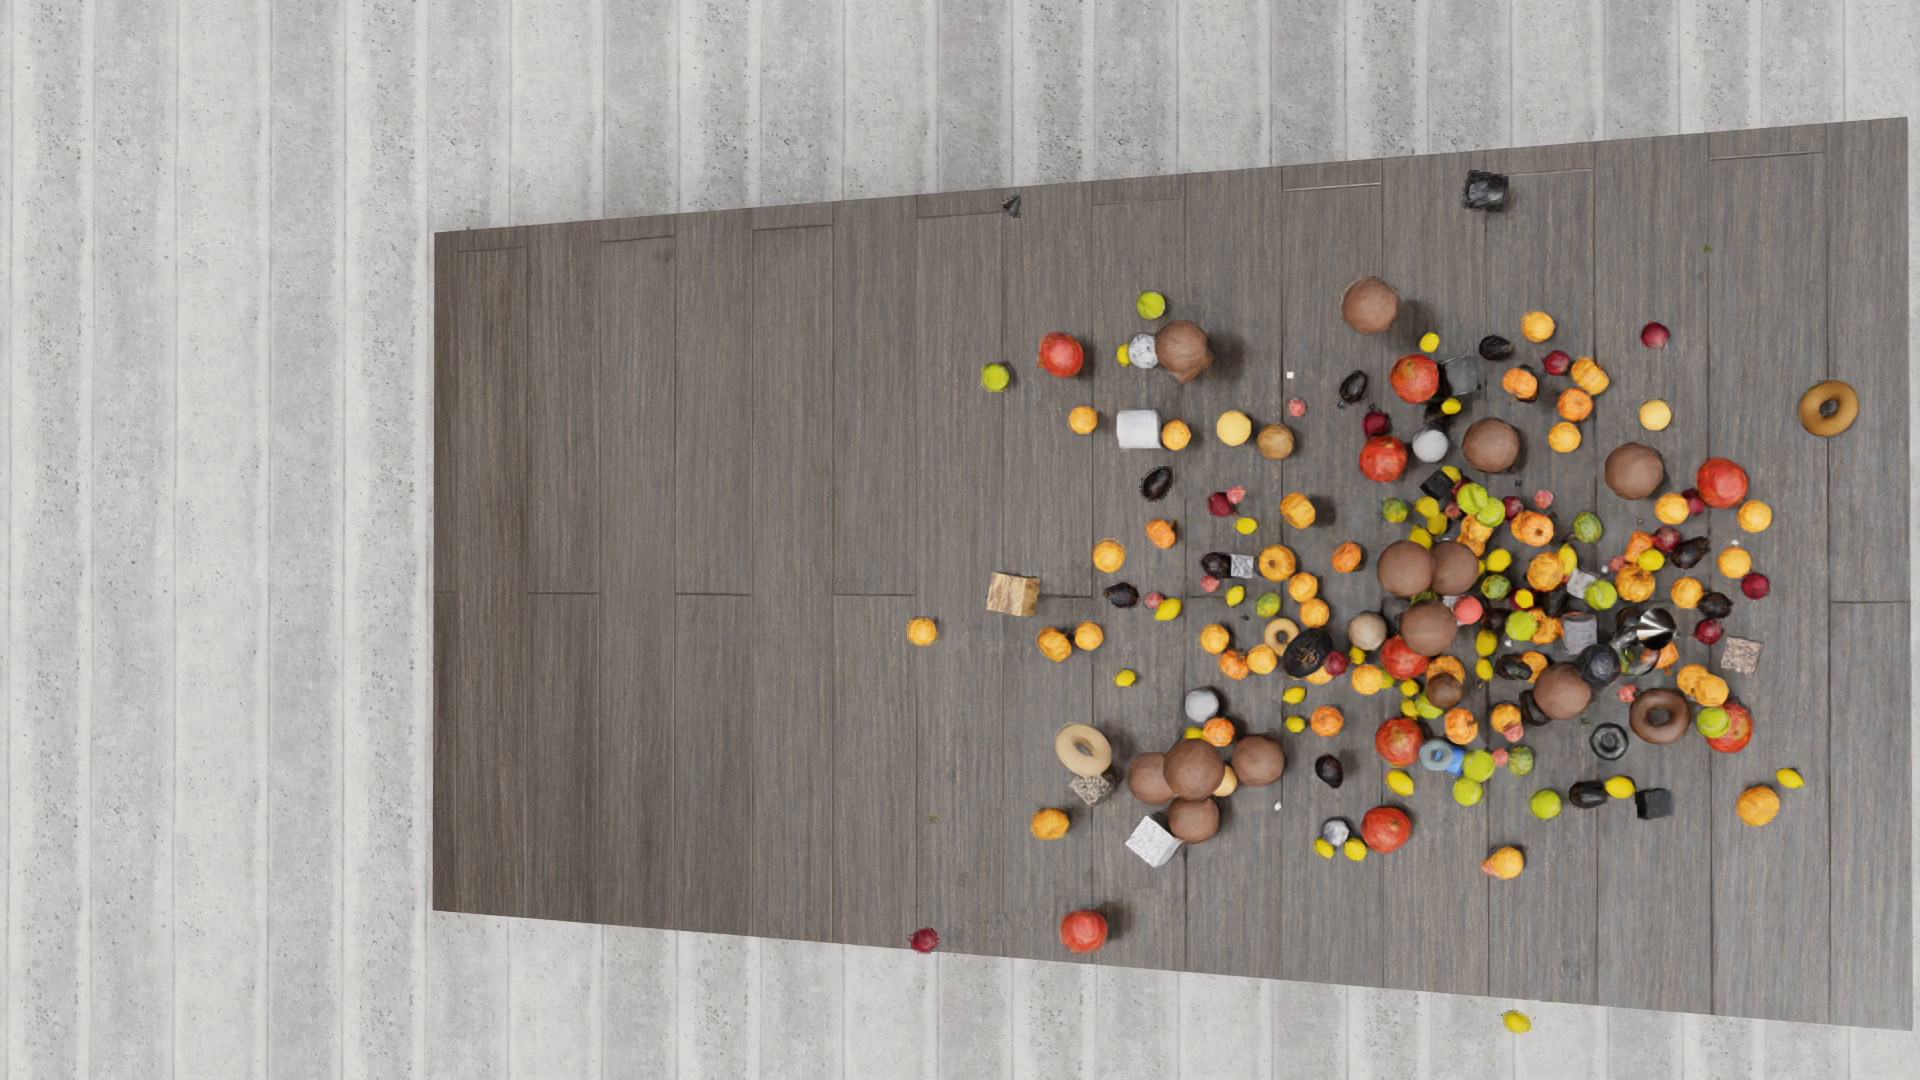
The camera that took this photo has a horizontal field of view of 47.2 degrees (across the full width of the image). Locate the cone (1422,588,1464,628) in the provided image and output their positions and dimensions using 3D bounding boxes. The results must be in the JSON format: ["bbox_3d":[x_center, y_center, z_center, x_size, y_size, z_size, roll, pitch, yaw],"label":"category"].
[{"bbox_3d":[1.135,0.159,5.216,0.096,0.096,0.096,0,90,-40],"label":"cone"}]

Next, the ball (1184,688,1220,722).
[{"bbox_3d":[0.598,0.408,5.441,0.085,0.085,0.085,0,89,0],"label":"ball"}]

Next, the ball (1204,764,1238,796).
[{"bbox_3d":[0.644,0.592,5.420,0.081,0.081,0.081,0,89,0],"label":"ball"}]

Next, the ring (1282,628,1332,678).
[{"bbox_3d":[0.836,0.271,5.291,0.139,0.139,0.046,-47,114,0],"label":"ring"}]

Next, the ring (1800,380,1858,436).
[{"bbox_3d":[1.913,-0.290,4.845,0.043,0.130,0.130,25,89,-43],"label":"ring"}]

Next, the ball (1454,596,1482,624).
[{"bbox_3d":[1.192,0.164,5.158,0.067,0.067,0.067,0,89,0],"label":"ball"}]

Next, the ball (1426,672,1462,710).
[{"bbox_3d":[1.128,0.353,5.127,0.086,0.086,0.086,0,89,0],"label":"ball"}]

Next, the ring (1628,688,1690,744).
[{"bbox_3d":[1.585,0.399,4.982,0.137,0.046,0.137,-11,56,18],"label":"ring"}]

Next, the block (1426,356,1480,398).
[{"bbox_3d":[1.159,-0.383,5.165,0.082,0.082,0.082,-13,95,-18],"label":"block"}]

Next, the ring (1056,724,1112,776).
[{"bbox_3d":[0.308,0.522,5.472,0.149,0.149,0.050,29,132,0],"label":"ring"}]

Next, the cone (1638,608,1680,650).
[{"bbox_3d":[1.589,0.205,4.929,0.096,0.096,0.096,11,89,-37],"label":"cone"}]

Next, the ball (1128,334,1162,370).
[{"bbox_3d":[0.463,-0.472,5.512,0.088,0.088,0.088,0,89,0],"label":"ball"}]

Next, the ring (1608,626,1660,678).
[{"bbox_3d":[1.521,0.252,4.964,0.118,0.039,0.118,-9,69,26],"label":"ring"}]

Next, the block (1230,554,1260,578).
[{"bbox_3d":[0.701,0.065,5.414,0.054,0.054,0.054,3,91,25],"label":"block"}]

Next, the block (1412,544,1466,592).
[{"bbox_3d":[1.133,0.067,5.200,0.080,0.080,0.080,-46,72,17],"label":"block"}]

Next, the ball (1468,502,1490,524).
[{"bbox_3d":[1.223,-0.064,5.176,0.050,0.050,0.050,0,89,0],"label":"ball"}]

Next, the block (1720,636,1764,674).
[{"bbox_3d":[1.749,0.257,4.918,0.071,0.071,0.071,14,95,24],"label":"block"}]

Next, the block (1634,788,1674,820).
[{"bbox_3d":[1.574,0.599,4.988,0.060,0.060,0.060,-7,86,-6],"label":"block"}]

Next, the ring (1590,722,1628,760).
[{"bbox_3d":[1.493,0.463,5.057,0.087,0.029,0.087,-1,88,26],"label":"ring"}]

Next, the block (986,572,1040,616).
[{"bbox_3d":[0.138,0.139,5.651,0.095,0.095,0.095,11,94,25],"label":"block"}]

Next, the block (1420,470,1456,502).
[{"bbox_3d":[1.113,-0.127,5.130,0.051,0.051,0.051,-43,87,-8],"label":"block"}]

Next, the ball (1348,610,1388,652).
[{"bbox_3d":[0.976,0.218,5.262,0.096,0.096,0.096,0,89,0],"label":"ball"}]

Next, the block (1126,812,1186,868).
[{"bbox_3d":[0.490,0.746,5.483,0.093,0.093,0.093,39,105,20],"label":"block"}]

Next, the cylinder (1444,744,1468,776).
[{"bbox_3d":[1.158,0.517,5.191,0.062,0.062,0.062,25,89,22],"label":"cylinder"}]

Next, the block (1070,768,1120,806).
[{"bbox_3d":[0.341,0.616,5.561,0.079,0.079,0.079,44,107,19],"label":"block"}]

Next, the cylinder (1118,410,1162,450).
[{"bbox_3d":[0.446,-0.275,5.458,0.097,0.097,0.097,-2,89,14],"label":"cylinder"}]

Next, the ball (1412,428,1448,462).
[{"bbox_3d":[1.114,-0.225,5.210,0.085,0.085,0.085,0,89,0],"label":"ball"}]

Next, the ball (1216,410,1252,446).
[{"bbox_3d":[0.674,-0.276,5.413,0.087,0.087,0.087,0,89,0],"label":"ball"}]

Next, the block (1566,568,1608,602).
[{"bbox_3d":[1.438,0.104,5.050,0.057,0.057,0.057,14,100,-21],"label":"block"}]

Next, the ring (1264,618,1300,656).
[{"bbox_3d":[0.789,0.238,5.384,0.094,0.031,0.094,0,91,25],"label":"ring"}]

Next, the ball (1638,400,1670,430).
[{"bbox_3d":[1.581,-0.284,5.002,0.070,0.070,0.070,0,89,0],"label":"ball"}]

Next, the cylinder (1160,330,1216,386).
[{"bbox_3d":[0.565,-0.454,5.458,0.099,0.099,0.099,-41,89,19],"label":"cylinder"}]

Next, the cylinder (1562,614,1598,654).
[{"bbox_3d":[1.409,0.213,5.001,0.076,0.076,0.076,-5,102,0],"label":"cylinder"}]

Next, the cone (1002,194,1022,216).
[{"bbox_3d":[0.143,-0.866,5.639,0.050,0.050,0.050,36,112,0],"label":"cone"}]

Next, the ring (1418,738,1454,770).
[{"bbox_3d":[1.116,0.503,5.155,0.080,0.027,0.080,-4,63,8],"label":"ring"}]

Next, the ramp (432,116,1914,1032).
[{"bbox_3d":[0.282,0.082,5.693,4.000,0.100,2.000,0,89,25],"label":"ramp"}]

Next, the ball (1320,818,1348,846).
[{"bbox_3d":[0.904,0.704,5.306,0.067,0.067,0.067,0,89,0],"label":"ball"}]

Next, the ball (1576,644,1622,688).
[{"bbox_3d":[1.432,0.281,4.930,0.099,0.099,0.099,0,89,0],"label":"ball"}]

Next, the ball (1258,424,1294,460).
[{"bbox_3d":[0.771,-0.240,5.366,0.090,0.090,0.090,0,89,0],"label":"ball"}]
